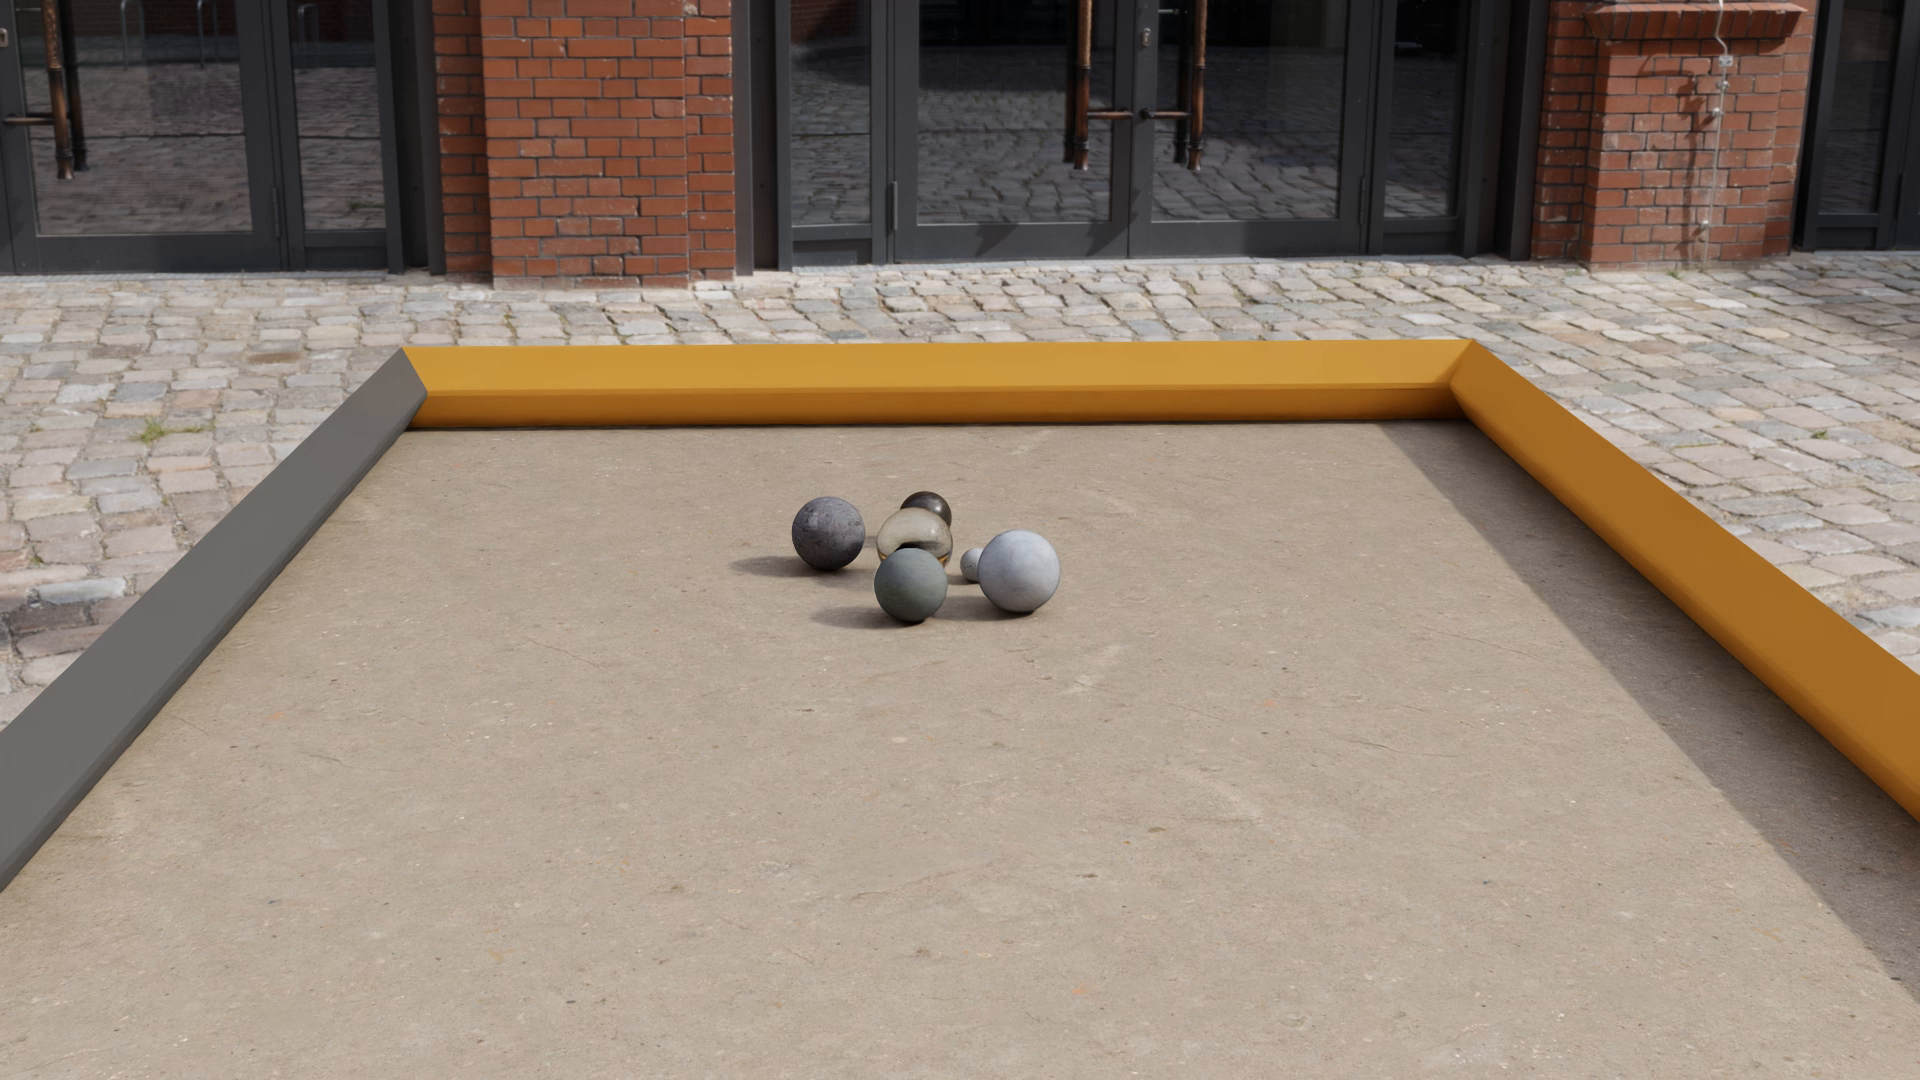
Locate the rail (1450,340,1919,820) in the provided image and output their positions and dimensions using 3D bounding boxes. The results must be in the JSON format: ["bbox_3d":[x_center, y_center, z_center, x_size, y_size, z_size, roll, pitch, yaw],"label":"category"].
[{"bbox_3d":[0.829,0.189,1.935,0.045,0.124,3.110,-1,16,-2],"label":"rail"}]

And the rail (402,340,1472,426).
[{"bbox_3d":[-0.027,-0.236,3.374,1.651,0.124,0.045,-1,16,-2],"label":"rail"}]

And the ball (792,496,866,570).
[{"bbox_3d":[-0.160,-0.008,2.666,0.090,0.090,0.090,0,16,0],"label":"ball"}]

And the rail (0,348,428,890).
[{"bbox_3d":[-0.773,0.206,1.879,0.045,0.124,3.110,-1,16,-2],"label":"rail"}]

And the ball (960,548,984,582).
[{"bbox_3d":[0.020,0.029,2.625,0.041,0.041,0.041,0,16,0],"label":"ball"}]

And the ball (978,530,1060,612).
[{"bbox_3d":[0.067,0.035,2.508,0.095,0.095,0.095,0,16,0],"label":"ball"}]

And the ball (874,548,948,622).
[{"bbox_3d":[-0.055,0.050,2.478,0.084,0.084,0.084,0,16,0],"label":"ball"}]

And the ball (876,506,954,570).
[{"bbox_3d":[-0.053,0.006,2.613,0.092,0.092,0.092,0,16,0],"label":"ball"}]

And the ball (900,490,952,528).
[{"bbox_3d":[-0.044,-0.028,2.771,0.068,0.068,0.068,0,16,0],"label":"ball"}]
